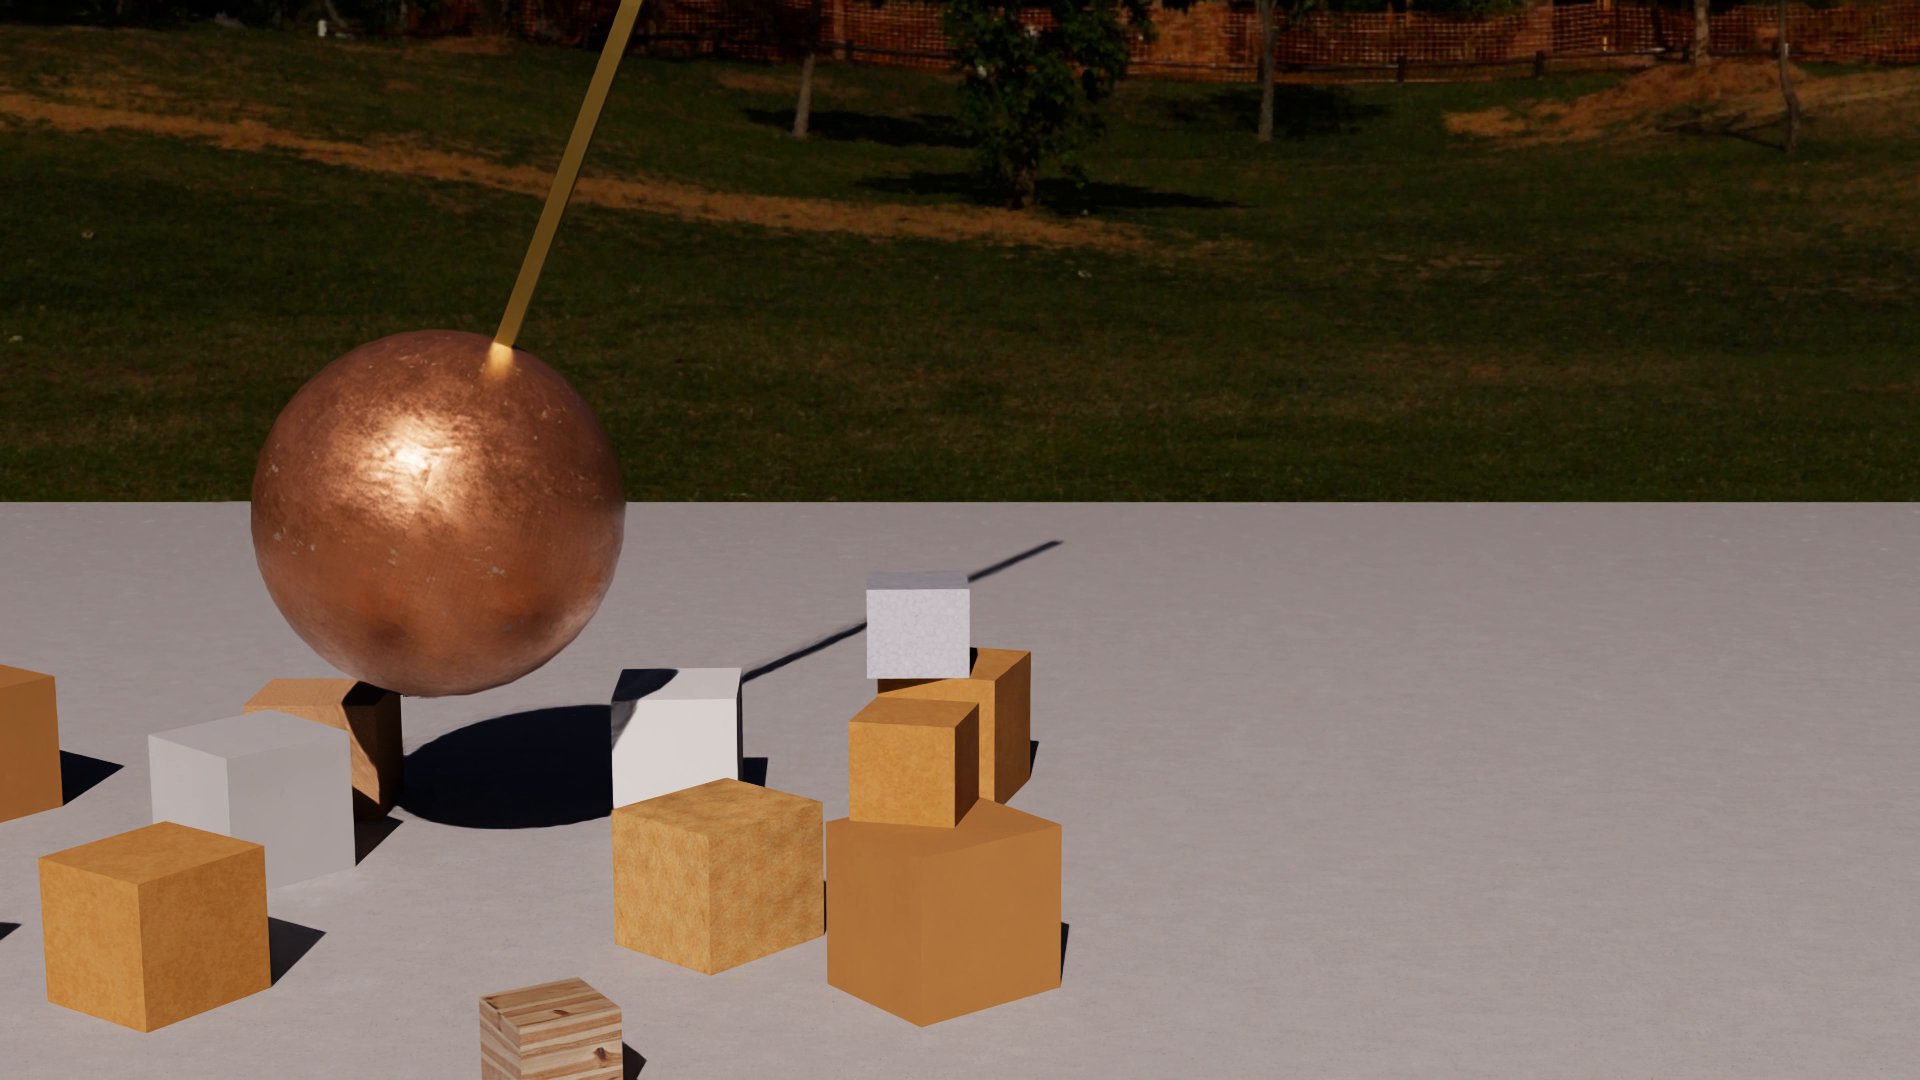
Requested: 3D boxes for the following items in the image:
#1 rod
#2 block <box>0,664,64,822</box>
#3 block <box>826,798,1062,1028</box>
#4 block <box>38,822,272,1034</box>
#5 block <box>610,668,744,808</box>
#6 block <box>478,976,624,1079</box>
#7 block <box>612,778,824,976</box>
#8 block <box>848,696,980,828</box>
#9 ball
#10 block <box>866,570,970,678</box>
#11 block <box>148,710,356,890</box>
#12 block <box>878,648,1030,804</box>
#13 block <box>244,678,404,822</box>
[{"bbox_3d":[-0.979,-3.215,10.596,0.080,5.200,0.080,22,10,-4],"label":"rod"},{"bbox_3d":[-4.857,0.985,12.338,0.746,0.648,0.682,7,13,35],"label":"block"},{"bbox_3d":[-0.063,1.415,9.948,0.686,0.656,0.599,-8,13,-38],"label":"block"},{"bbox_3d":[-3.088,1.473,9.858,0.584,0.574,0.590,7,12,34],"label":"block"},{"bbox_3d":[-1.339,1.002,12.241,0.578,0.649,0.638,0,10,-2],"label":"block"},{"bbox_3d":[-1.419,1.766,8.899,0.372,0.341,0.370,-6,12,-31],"label":"block"},{"bbox_3d":[-0.986,1.361,10.484,0.568,0.571,0.640,9,14,40],"label":"block"},{"bbox_3d":[-0.176,0.864,10.039,0.419,0.395,0.414,2,11,13],"label":"block"},{"bbox_3d":[-2.259,-0.116,11.159,1.600,1.600,1.600,0,10,0],"label":"ball"},{"bbox_3d":[-0.205,0.407,12.431,0.488,0.432,0.460,0,10,-2],"label":"block"},{"bbox_3d":[-3.150,1.163,11.423,0.617,0.625,0.627,9,14,41],"label":"block"},{"bbox_3d":[-0.022,0.922,12.647,0.586,0.660,0.666,3,11,16],"label":"block"},{"bbox_3d":[-3.072,1.011,12.426,0.623,0.565,0.555,0,10,0],"label":"block"}]
